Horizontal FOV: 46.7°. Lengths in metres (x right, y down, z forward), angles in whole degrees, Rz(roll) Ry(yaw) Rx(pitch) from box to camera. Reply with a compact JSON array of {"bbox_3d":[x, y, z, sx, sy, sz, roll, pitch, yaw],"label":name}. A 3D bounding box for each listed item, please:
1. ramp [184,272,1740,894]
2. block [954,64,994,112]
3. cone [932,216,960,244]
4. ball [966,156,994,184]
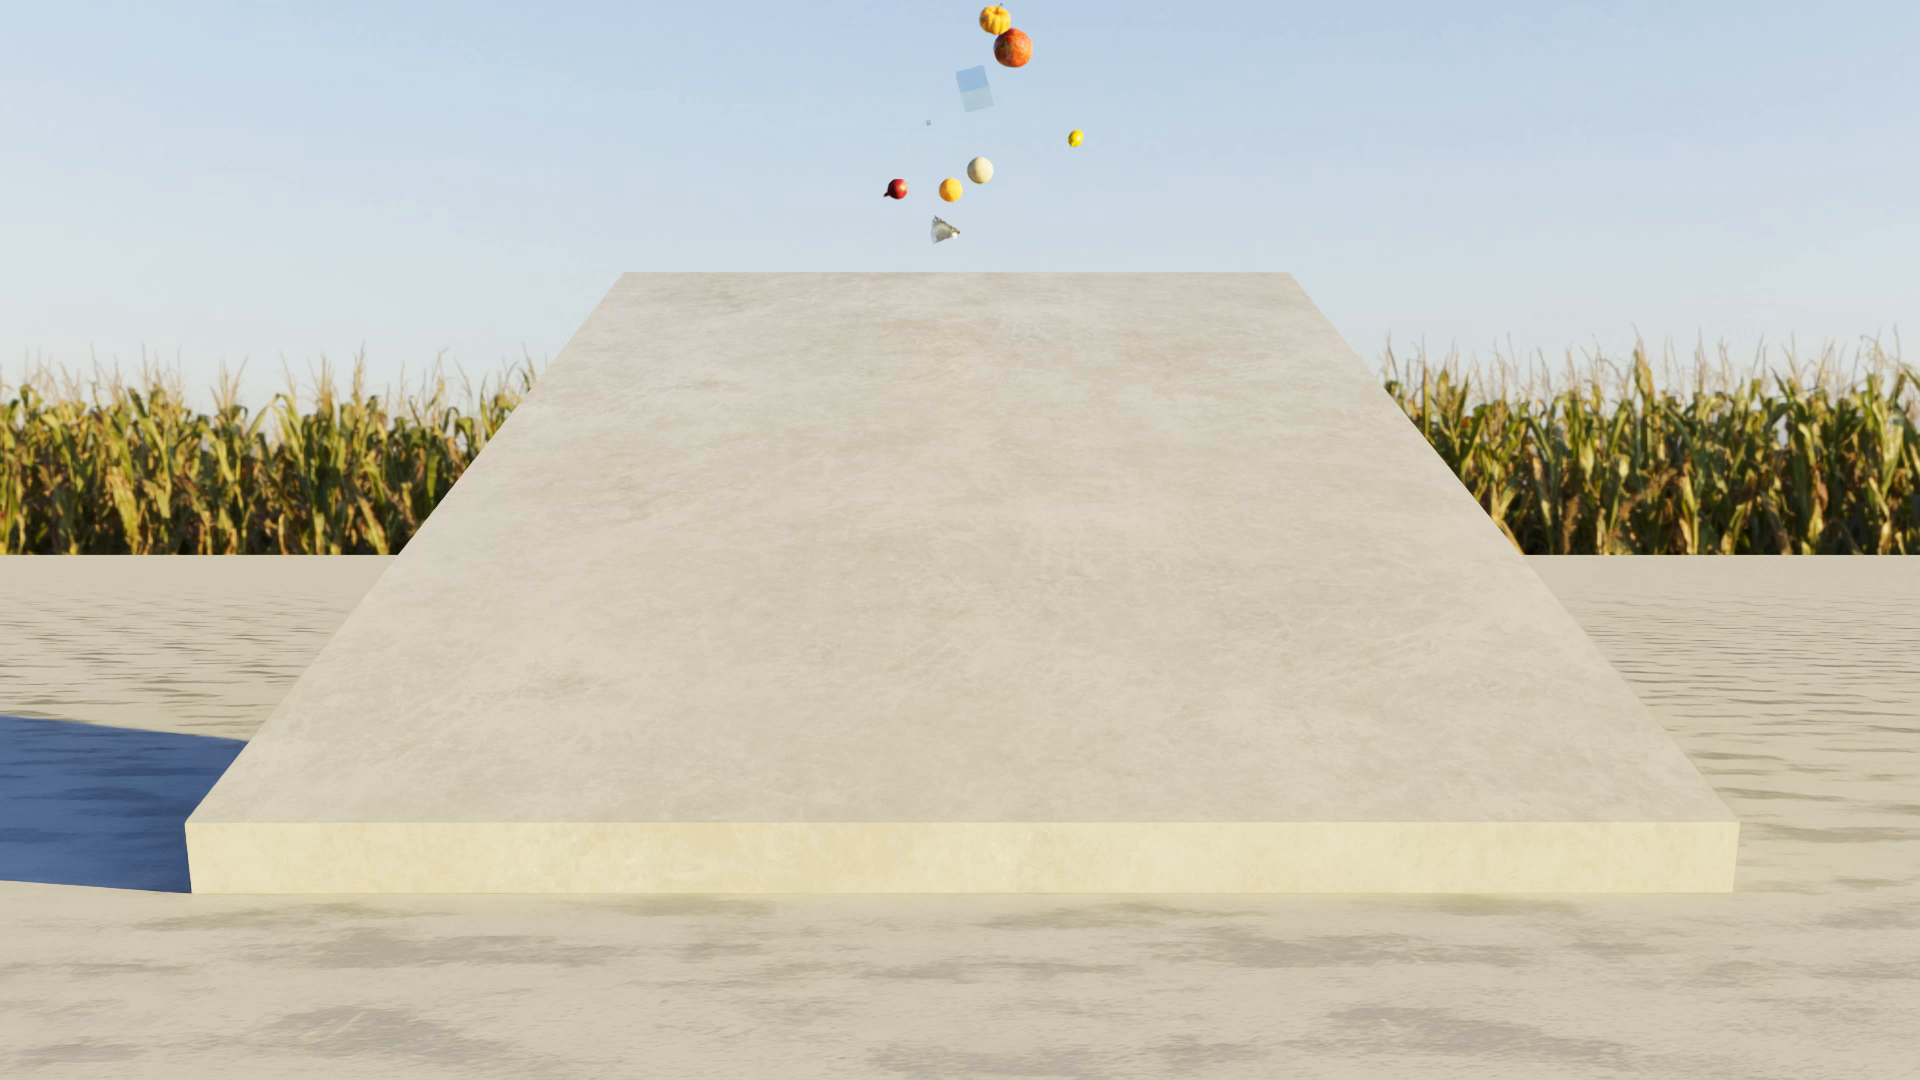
[{"bbox_3d":[-0.003,-0.173,4.783,2.000,0.100,4.000,0,17,0],"label":"ramp"},{"bbox_3d":[0.041,-1.289,6.349,0.084,0.084,0.084,-15,-32,3],"label":"block"},{"bbox_3d":[-0.035,-0.912,6.557,0.083,0.083,0.083,2,-1,-15],"label":"cone"},{"bbox_3d":[0.057,-1.055,6.343,0.076,0.076,0.076,0,0,0],"label":"ball"}]
